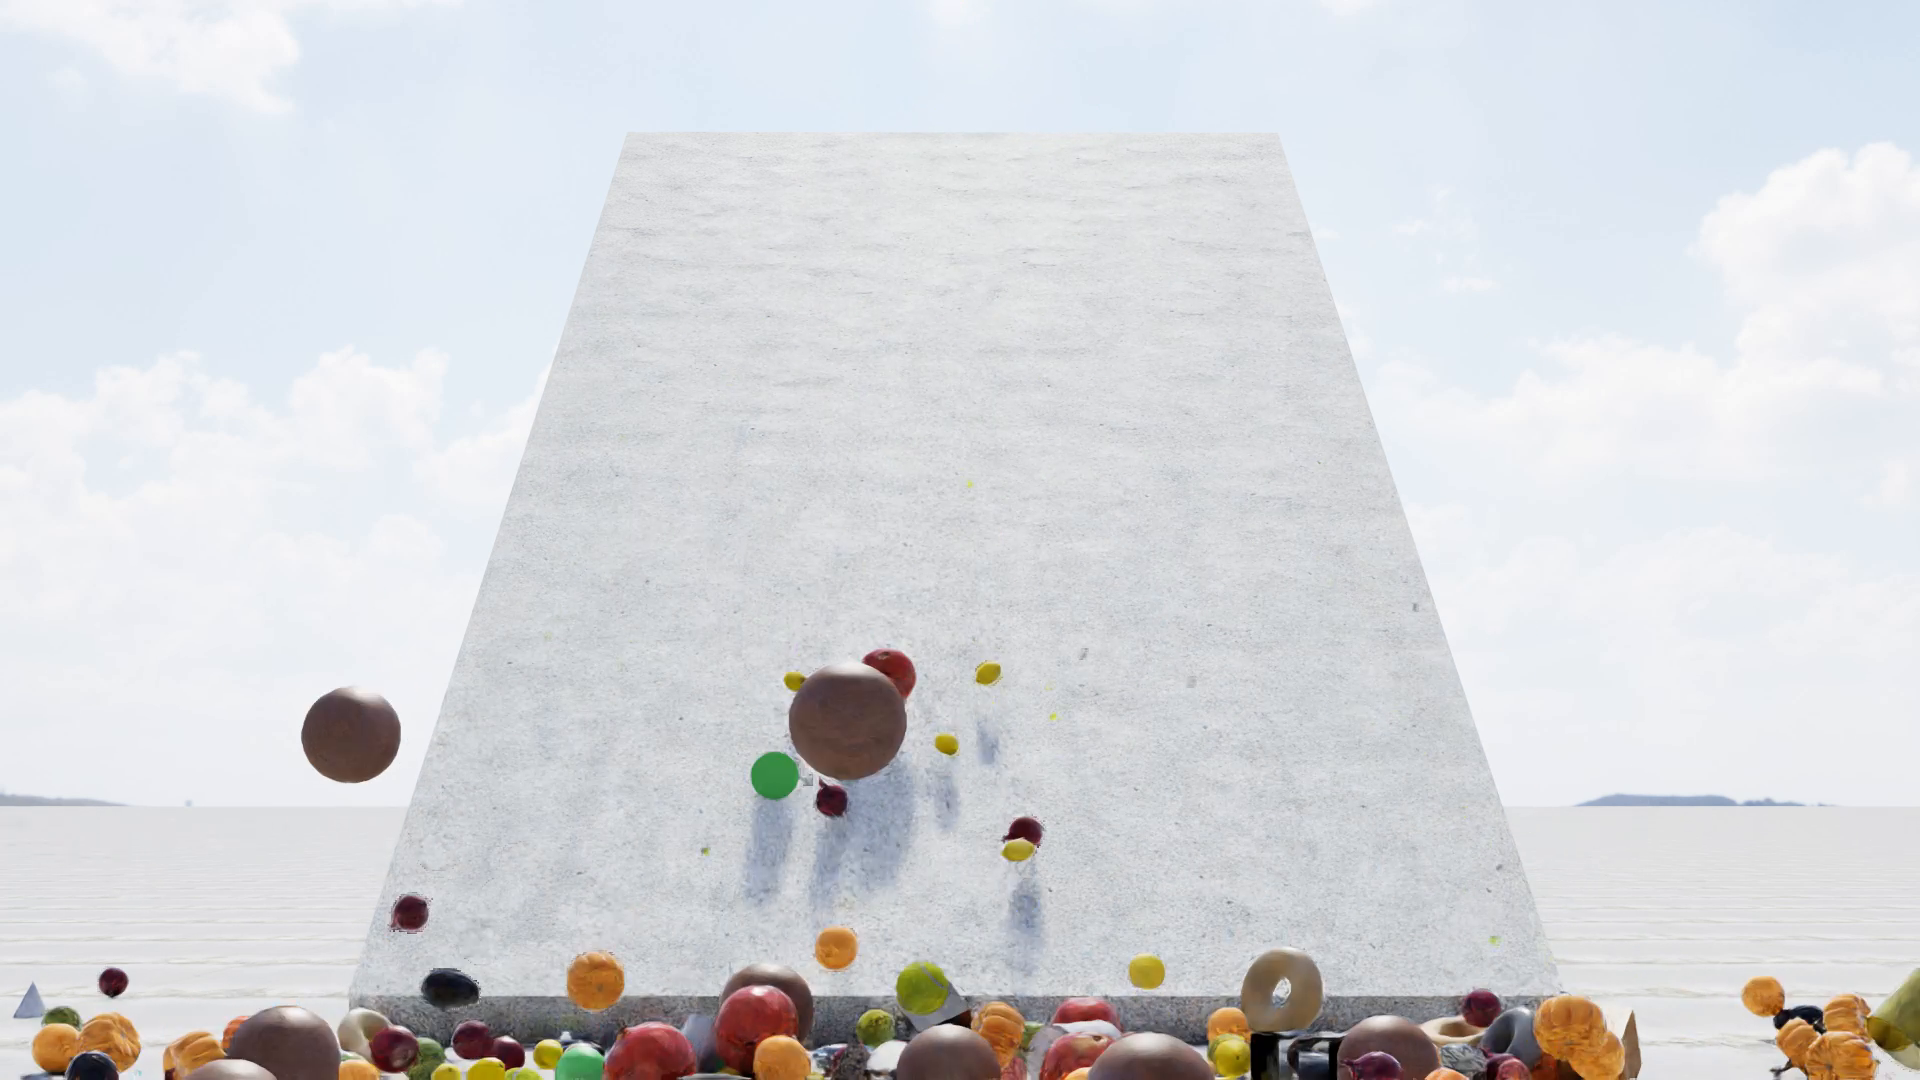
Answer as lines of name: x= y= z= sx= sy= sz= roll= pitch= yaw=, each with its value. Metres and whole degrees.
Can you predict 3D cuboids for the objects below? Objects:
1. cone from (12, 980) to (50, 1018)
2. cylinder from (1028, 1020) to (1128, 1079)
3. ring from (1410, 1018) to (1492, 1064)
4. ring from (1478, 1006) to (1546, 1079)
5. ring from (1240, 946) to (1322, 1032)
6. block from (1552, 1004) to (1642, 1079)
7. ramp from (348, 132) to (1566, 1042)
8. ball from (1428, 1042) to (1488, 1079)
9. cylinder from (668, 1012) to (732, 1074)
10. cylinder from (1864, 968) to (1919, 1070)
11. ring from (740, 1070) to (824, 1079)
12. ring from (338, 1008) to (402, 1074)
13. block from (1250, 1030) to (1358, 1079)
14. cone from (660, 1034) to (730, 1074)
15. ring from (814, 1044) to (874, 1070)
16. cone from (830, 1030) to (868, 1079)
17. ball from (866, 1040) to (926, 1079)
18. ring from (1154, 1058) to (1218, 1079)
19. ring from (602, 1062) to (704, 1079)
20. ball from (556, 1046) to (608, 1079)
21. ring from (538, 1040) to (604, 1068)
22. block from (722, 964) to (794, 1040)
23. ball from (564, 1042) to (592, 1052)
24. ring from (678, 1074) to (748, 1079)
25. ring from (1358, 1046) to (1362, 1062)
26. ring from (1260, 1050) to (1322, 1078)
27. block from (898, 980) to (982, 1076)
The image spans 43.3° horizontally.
cone: x=-1.726 y=0.853 z=4.495 sx=0.067 sy=0.067 sz=0.067 roll=0 pitch=-6 yaw=0
cylinder: x=0.161 y=0.709 z=3.300 sx=0.098 sy=0.098 sz=0.098 roll=-6 pitch=-8 yaw=42
ring: x=0.757 y=0.762 z=3.663 sx=0.146 sy=0.049 sz=0.146 roll=-5 pitch=6 yaw=1
ring: x=0.756 y=0.699 z=3.323 sx=0.042 sy=0.126 sz=0.126 roll=34 pitch=-14 yaw=-10
ring: x=0.469 y=0.661 z=3.523 sx=0.046 sy=0.139 sz=0.139 roll=26 pitch=-21 yaw=-38
block: x=0.870 y=0.697 z=3.296 sx=0.090 sy=0.090 sz=0.090 roll=-3 pitch=20 yaw=29
ramp: x=-0.013 y=-0.209 z=5.722 sx=2.000 sy=0.100 sz=4.000 roll=0 pitch=30 yaw=0
ball: x=0.666 y=0.712 z=3.232 sx=0.077 sy=0.077 sz=0.077 roll=0 pitch=-6 yaw=0
cylinder: x=-0.350 y=0.680 z=3.255 sx=0.063 sy=0.063 sz=0.063 roll=24 pitch=-21 yaw=10
cylinder: x=1.252 y=0.626 z=3.157 sx=0.094 sy=0.094 sz=0.094 roll=-40 pitch=4 yaw=-14
ring: x=-0.238 y=0.723 z=3.173 sx=0.131 sy=0.044 sz=0.131 roll=-1 pitch=-5 yaw=0
ring: x=-0.840 y=0.714 z=3.442 sx=0.035 sy=0.104 sz=0.104 roll=-44 pitch=-25 yaw=19
block: x=0.447 y=0.692 z=3.138 sx=0.098 sy=0.098 sz=0.098 roll=4 pitch=-7 yaw=-32
cone: x=-0.350 y=0.736 z=3.322 sx=0.099 sy=0.099 sz=0.099 roll=-1 pitch=-31 yaw=12
ring: x=-0.174 y=0.779 z=3.646 sx=0.095 sy=0.032 sz=0.095 roll=-1 pitch=-6 yaw=0
cone: x=-0.142 y=0.708 z=3.260 sx=0.092 sy=0.092 sz=0.092 roll=0 pitch=-6 yaw=0
ball: x=-0.080 y=0.662 z=3.012 sx=0.075 sy=0.075 sz=0.075 roll=0 pitch=-6 yaw=0
ring: x=0.324 y=0.762 z=3.469 sx=0.089 sy=0.030 sz=0.089 roll=1 pitch=-7 yaw=0
ring: x=-0.407 y=0.724 z=3.204 sx=0.146 sy=0.049 sz=0.146 roll=0 pitch=-5 yaw=0
ball: x=-0.507 y=0.716 z=3.244 sx=0.072 sy=0.072 sz=0.072 roll=0 pitch=-6 yaw=0
ring: x=-0.590 y=0.781 z=3.668 sx=0.101 sy=0.034 sz=0.101 roll=3 pitch=-4 yaw=0
block: x=-0.318 y=0.725 z=3.796 sx=0.093 sy=0.093 sz=0.093 roll=8 pitch=-2 yaw=-10
ball: x=-0.547 y=0.750 z=3.477 sx=0.054 sy=0.054 sz=0.054 roll=0 pitch=-6 yaw=0
ring: x=-0.294 y=0.689 z=2.947 sx=0.148 sy=0.049 sz=0.148 roll=5 pitch=2 yaw=0
ring: x=0.561 y=0.783 z=3.692 sx=0.106 sy=0.035 sz=0.106 roll=1 pitch=-6 yaw=0
ring: x=0.486 y=0.769 z=3.548 sx=0.093 sy=0.031 sz=0.093 roll=0 pitch=-5 yaw=0
block: x=-0.028 y=0.703 z=3.481 sx=0.081 sy=0.081 sz=0.081 roll=-22 pitch=28 yaw=-13
